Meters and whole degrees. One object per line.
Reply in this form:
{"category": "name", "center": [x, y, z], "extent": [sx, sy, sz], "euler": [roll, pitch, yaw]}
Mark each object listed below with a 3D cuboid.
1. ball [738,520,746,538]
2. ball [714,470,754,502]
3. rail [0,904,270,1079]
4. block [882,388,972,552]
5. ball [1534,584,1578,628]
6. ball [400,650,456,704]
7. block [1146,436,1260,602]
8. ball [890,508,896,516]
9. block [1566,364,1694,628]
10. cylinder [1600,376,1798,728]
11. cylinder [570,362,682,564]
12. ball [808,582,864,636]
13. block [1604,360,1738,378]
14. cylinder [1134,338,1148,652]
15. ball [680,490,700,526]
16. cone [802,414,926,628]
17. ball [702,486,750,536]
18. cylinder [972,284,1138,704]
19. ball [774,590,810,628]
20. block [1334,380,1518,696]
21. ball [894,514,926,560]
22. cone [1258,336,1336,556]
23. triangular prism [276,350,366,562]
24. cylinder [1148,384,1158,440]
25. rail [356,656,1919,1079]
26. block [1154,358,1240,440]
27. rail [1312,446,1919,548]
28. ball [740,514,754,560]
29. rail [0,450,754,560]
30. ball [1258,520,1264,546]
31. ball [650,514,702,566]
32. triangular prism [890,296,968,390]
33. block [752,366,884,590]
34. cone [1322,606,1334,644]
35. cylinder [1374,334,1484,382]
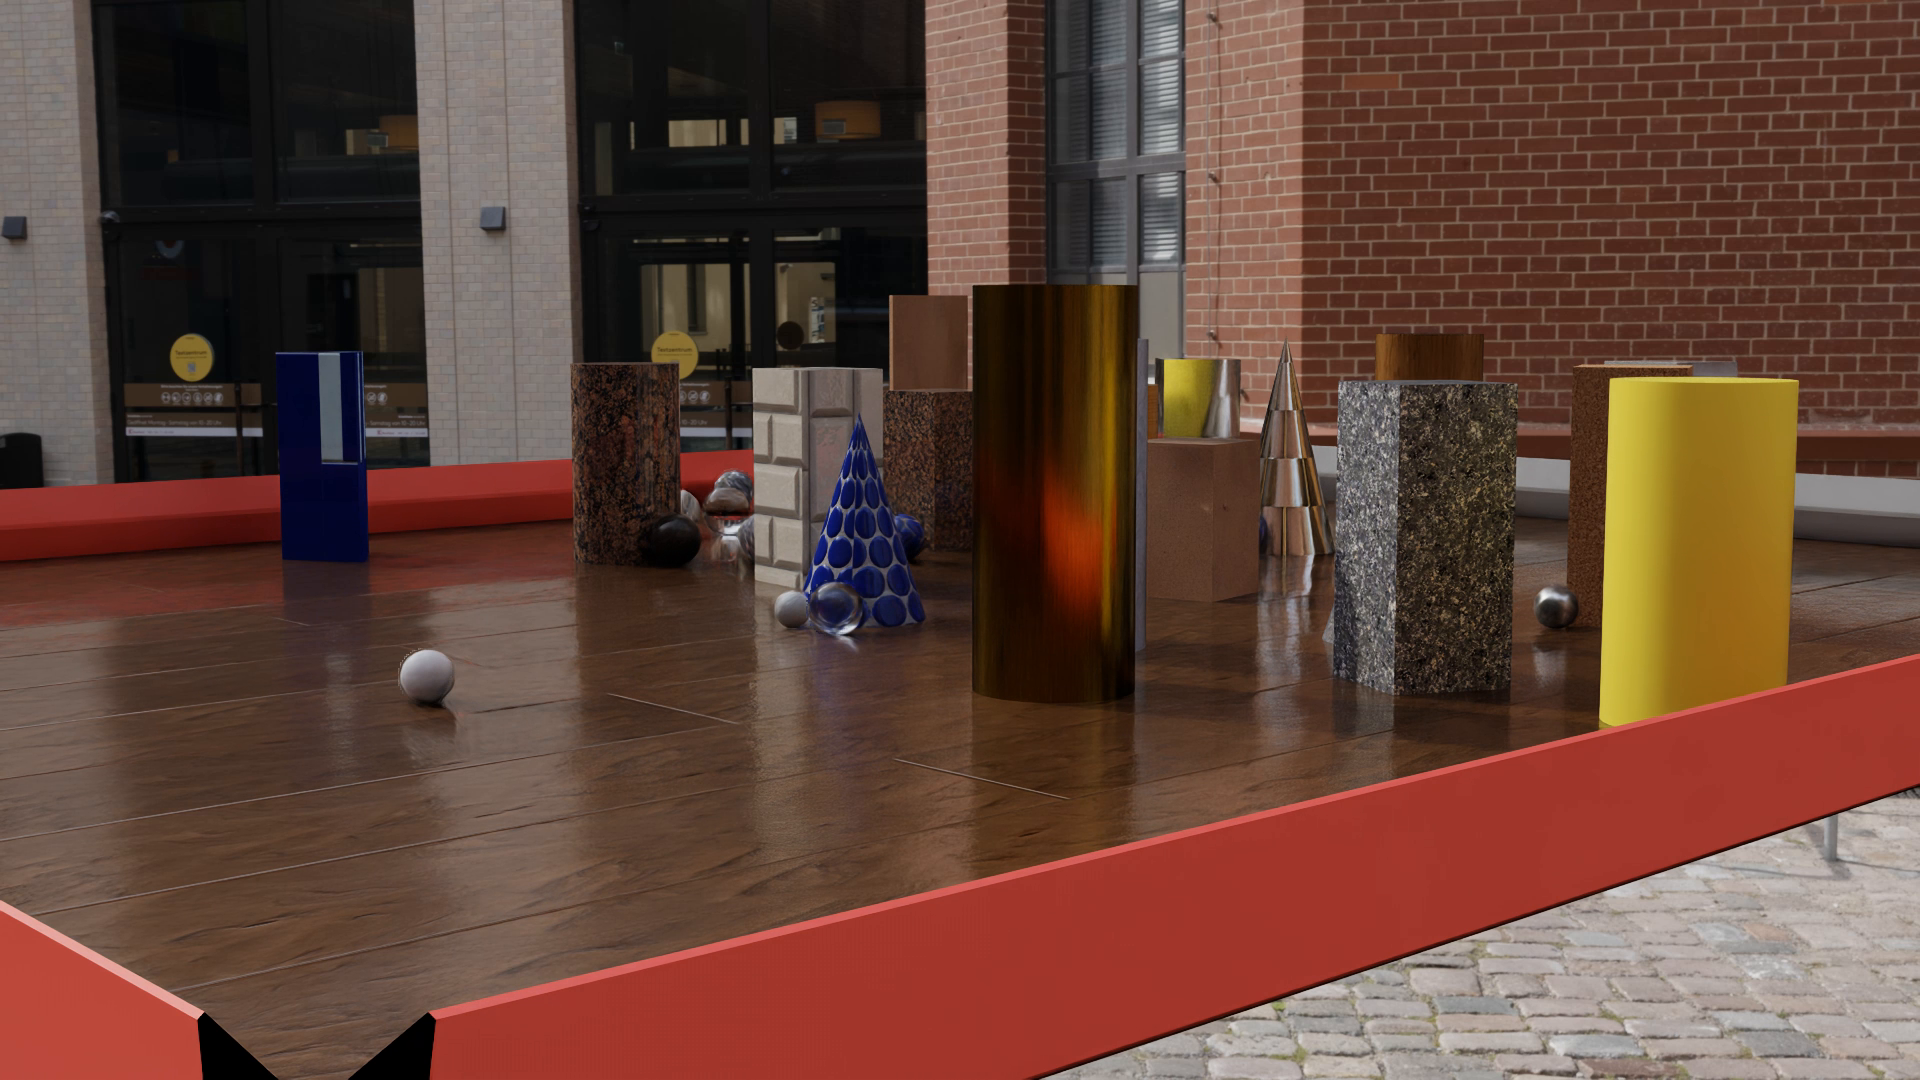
{"category": "ball", "center": [-0.383, -0.013, 4.090], "extent": [0.057, 0.057, 0.057], "euler": [0, 6, 0]}
{"category": "ball", "center": [-0.497, -0.107, 4.831], "extent": [0.090, 0.090, 0.090], "euler": [0, 6, 0]}
{"category": "rail", "center": [-1.336, 0.161, 2.107], "extent": [0.045, 0.124, 3.114], "euler": [-6, 8, -42]}
{"category": "block", "center": [-0.041, -0.136, 4.138], "extent": [0.153, 0.292, 0.153], "euler": [-5, 8, -42]}
{"category": "ball", "center": [0.831, 0.093, 3.065], "extent": [0.061, 0.061, 0.061], "euler": [0, 6, 0]}
{"category": "ball", "center": [-0.602, 0.154, 2.488], "extent": [0.061, 0.061, 0.061], "euler": [0, 6, 0]}
{"category": "block", "center": [0.364, -0.036, 3.437], "extent": [0.153, 0.239, 0.153], "euler": [4, 7, 35]}
{"category": "ball", "center": [-0.161, -0.030, 4.097], "extent": [0.090, 0.090, 0.090], "euler": [0, 6, 0]}
{"category": "block", "center": [0.952, -0.065, 3.125], "extent": [0.153, 0.363, 0.153], "euler": [2, 6, 20]}
{"category": "cylinder", "center": [0.791, 0.013, 2.358], "extent": [0.191, 0.369, 0.191], "euler": [0, 6, 0]}
{"category": "cylinder", "center": [-0.592, -0.139, 3.906], "extent": [0.191, 0.347, 0.191], "euler": [0, 6, 0]}
{"category": "ball", "center": [-0.169, 0.093, 2.999], "extent": [0.075, 0.075, 0.075], "euler": [0, 6, 0]}
{"category": "block", "center": [1.205, -0.126, 3.746], "extent": [0.153, 0.355, 0.153], "euler": [-4, 7, -32]}
{"category": "cylinder", "center": [0.151, -0.062, 2.896], "extent": [0.191, 0.404, 0.191], "euler": [0, 6, 0]}
{"category": "ball", "center": [-0.555, -0.054, 4.322], "extent": [0.091, 0.091, 0.091], "euler": [0, 6, 0]}
{"category": "cone", "center": [-0.144, -0.035, 3.157], "extent": [0.191, 0.297, 0.191], "euler": [0, 6, 0]}
{"category": "ball", "center": [-0.460, -0.057, 4.329], "extent": [0.096, 0.096, 0.096], "euler": [0, 6, 0]}
{"category": "cylinder", "center": [0.110, -0.059, 2.559], "extent": [0.191, 0.471, 0.191], "euler": [0, 6, 0]}
{"category": "ball", "center": [-0.234, 0.097, 3.071], "extent": [0.052, 0.052, 0.052], "euler": [0, 6, 0]}
{"category": "block", "center": [0.551, -0.008, 2.615], "extent": [0.153, 0.358, 0.153], "euler": [-2, 6, -17]}
{"category": "ball", "center": [-0.103, -0.004, 3.884], "extent": [0.083, 0.083, 0.083], "euler": [0, 6, 0]}
{"category": "cone", "center": [0.598, -0.179, 4.048], "extent": [0.191, 0.397, 0.191], "euler": [0, 6, 0]}
{"category": "triangular prism", "center": [-1.109, -0.154, 3.944], "extent": [0.166, 0.368, 0.143], "euler": [2, 6, 17]}
{"category": "cylinder", "center": [0.251, -0.117, 3.858], "extent": [0.191, 0.312, 0.191], "euler": [0, 6, 0]}
{"category": "rail", "center": [1.040, 0.150, 2.211], "extent": [3.682, 0.124, 0.045], "euler": [-6, 8, -42]}
{"category": "block", "center": [0.480, -0.196, 4.465], "extent": [0.153, 0.343, 0.153], "euler": [0, 6, -2]}
{"category": "rail", "center": [1.336, -0.097, 4.558], "extent": [0.045, 0.124, 3.114], "euler": [-6, 8, -42]}
{"category": "ball", "center": [-0.340, -0.005, 3.855], "extent": [0.091, 0.091, 0.091], "euler": [0, 6, 0]}
{"category": "rail", "center": [-1.040, -0.086, 4.453], "extent": [3.682, 0.124, 0.045], "euler": [-6, 8, -42]}
{"category": "ball", "center": [0.499, -0.015, 3.944], "extent": [0.092, 0.092, 0.092], "euler": [0, 6, 0]}
{"category": "ball", "center": [-0.494, 0.000, 3.821], "extent": [0.088, 0.088, 0.088], "euler": [0, 6, 0]}
{"category": "triangular prism", "center": [-0.087, -0.264, 4.504], "extent": [0.166, 0.470, 0.143], "euler": [-2, 6, -21]}
{"category": "block", "center": [-0.231, -0.105, 3.581], "extent": [0.153, 0.347, 0.153], "euler": [-4, 7, -35]}
{"category": "cone", "center": [0.585, -0.017, 2.950], "extent": [0.191, 0.304, 0.191], "euler": [0, 6, 0]}
{"category": "cylinder", "center": [0.845, -0.172, 3.976], "extent": [0.191, 0.399, 0.191], "euler": [0, 6, 0]}
